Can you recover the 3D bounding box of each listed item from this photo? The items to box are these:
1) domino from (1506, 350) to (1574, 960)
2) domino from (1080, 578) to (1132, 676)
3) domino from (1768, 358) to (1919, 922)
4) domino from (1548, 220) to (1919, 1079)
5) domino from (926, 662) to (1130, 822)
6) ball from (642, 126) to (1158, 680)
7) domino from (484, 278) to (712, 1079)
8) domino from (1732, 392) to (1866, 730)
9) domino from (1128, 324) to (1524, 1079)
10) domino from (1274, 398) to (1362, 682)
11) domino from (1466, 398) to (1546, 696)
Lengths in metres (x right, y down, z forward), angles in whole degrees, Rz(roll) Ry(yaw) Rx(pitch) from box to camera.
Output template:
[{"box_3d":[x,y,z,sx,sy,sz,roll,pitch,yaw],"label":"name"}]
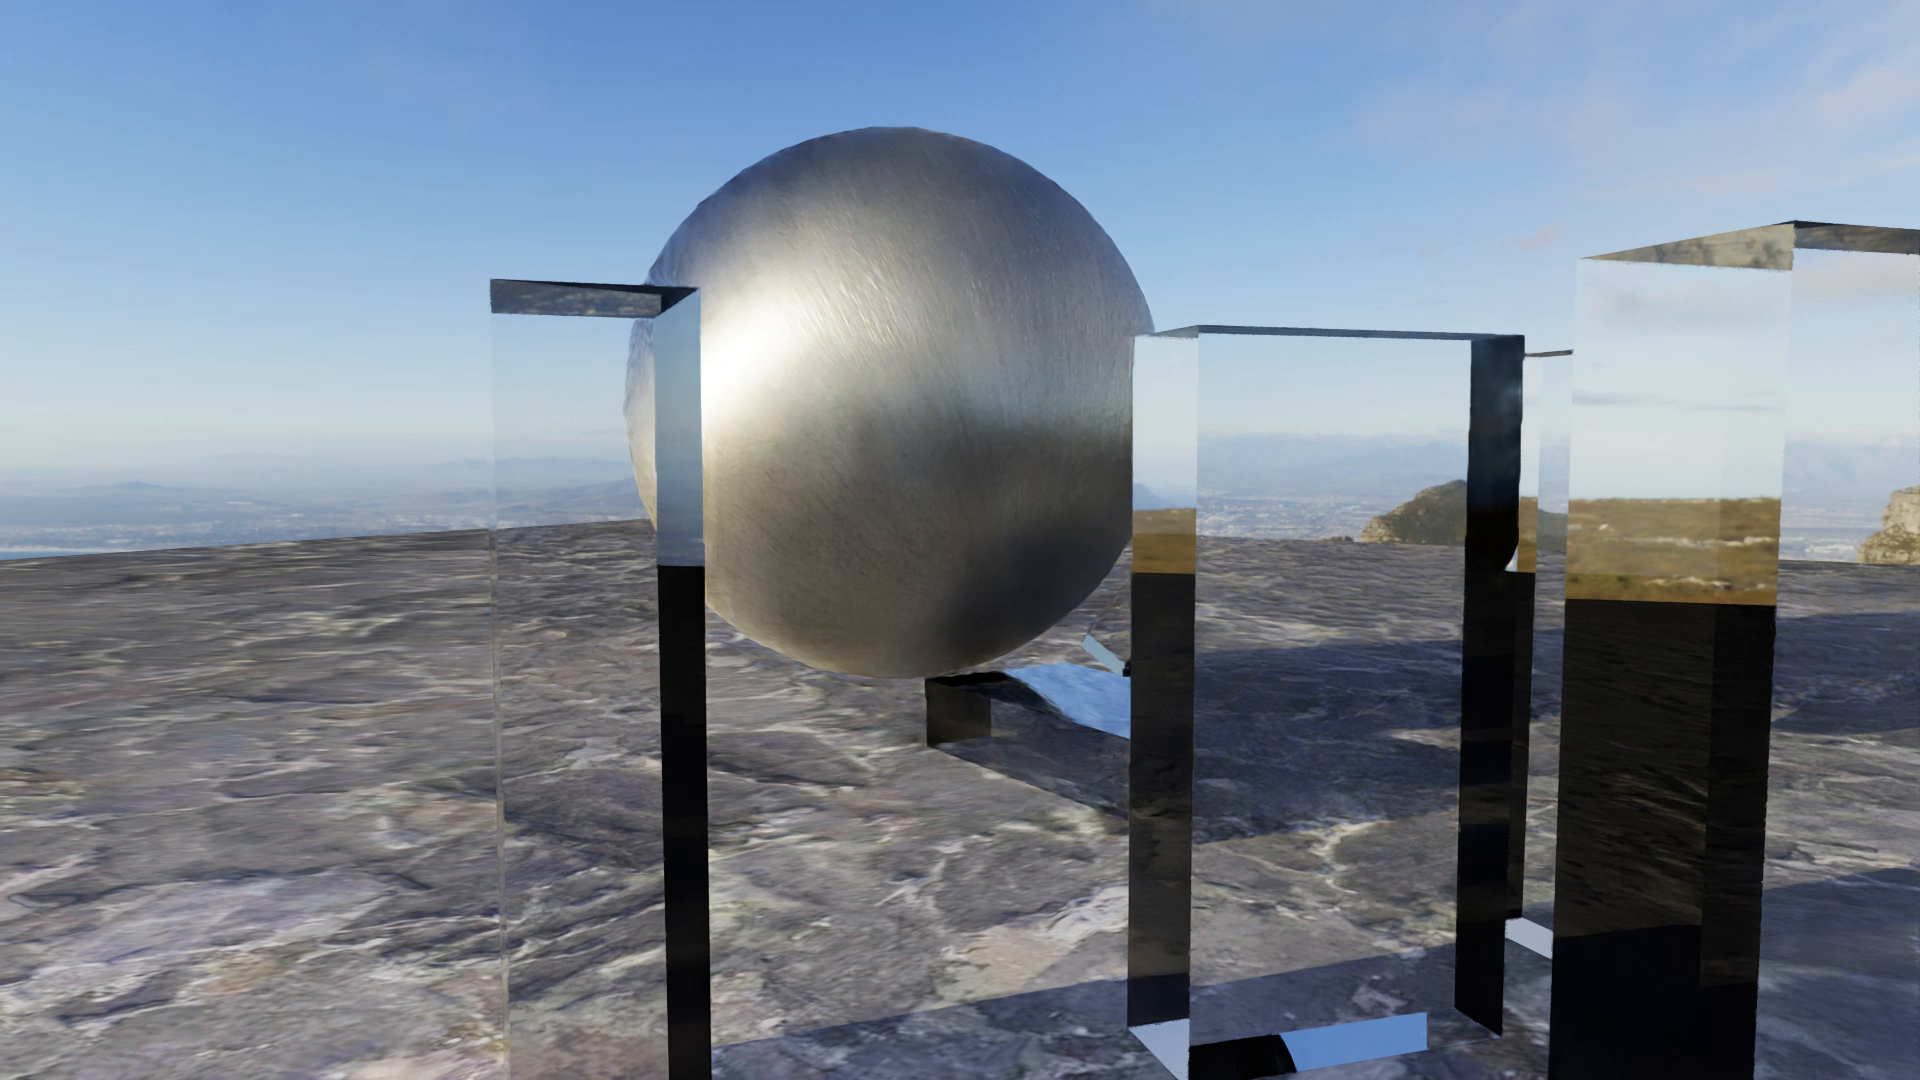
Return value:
[{"box_3d":[0.055,0.010,0.102,0.010,0.050,0.025,-2,5,-20],"label":"domino"},{"box_3d":[0.043,0.002,0.240,0.010,0.050,0.025,39,9,6],"label":"domino"},{"box_3d":[0.089,0.009,0.115,0.010,0.050,0.025,-2,5,-25],"label":"domino"},{"box_3d":[0.038,0.014,0.053,0.025,0.050,0.009,-1,5,-18],"label":"domino"},{"box_3d":[0.019,0.025,0.167,0.025,0.010,0.050,-3,5,-33],"label":"domino"},{"box_3d":[-0.010,-0.020,0.191,0.080,0.080,0.080,0,4,0],"label":"ball"},{"box_3d":[-0.021,0.012,0.074,0.009,0.050,0.025,-2,5,-21],"label":"domino"},{"box_3d":[0.132,0.002,0.202,0.025,0.050,0.009,-4,6,-42],"label":"domino"},{"box_3d":[0.026,0.011,0.091,0.025,0.050,0.009,-1,4,-17],"label":"domino"},{"box_3d":[0.066,-0.001,0.240,0.010,0.050,0.025,6,6,12],"label":"domino"},{"box_3d":[0.097,0.000,0.228,0.009,0.050,0.025,2,5,28],"label":"domino"}]
